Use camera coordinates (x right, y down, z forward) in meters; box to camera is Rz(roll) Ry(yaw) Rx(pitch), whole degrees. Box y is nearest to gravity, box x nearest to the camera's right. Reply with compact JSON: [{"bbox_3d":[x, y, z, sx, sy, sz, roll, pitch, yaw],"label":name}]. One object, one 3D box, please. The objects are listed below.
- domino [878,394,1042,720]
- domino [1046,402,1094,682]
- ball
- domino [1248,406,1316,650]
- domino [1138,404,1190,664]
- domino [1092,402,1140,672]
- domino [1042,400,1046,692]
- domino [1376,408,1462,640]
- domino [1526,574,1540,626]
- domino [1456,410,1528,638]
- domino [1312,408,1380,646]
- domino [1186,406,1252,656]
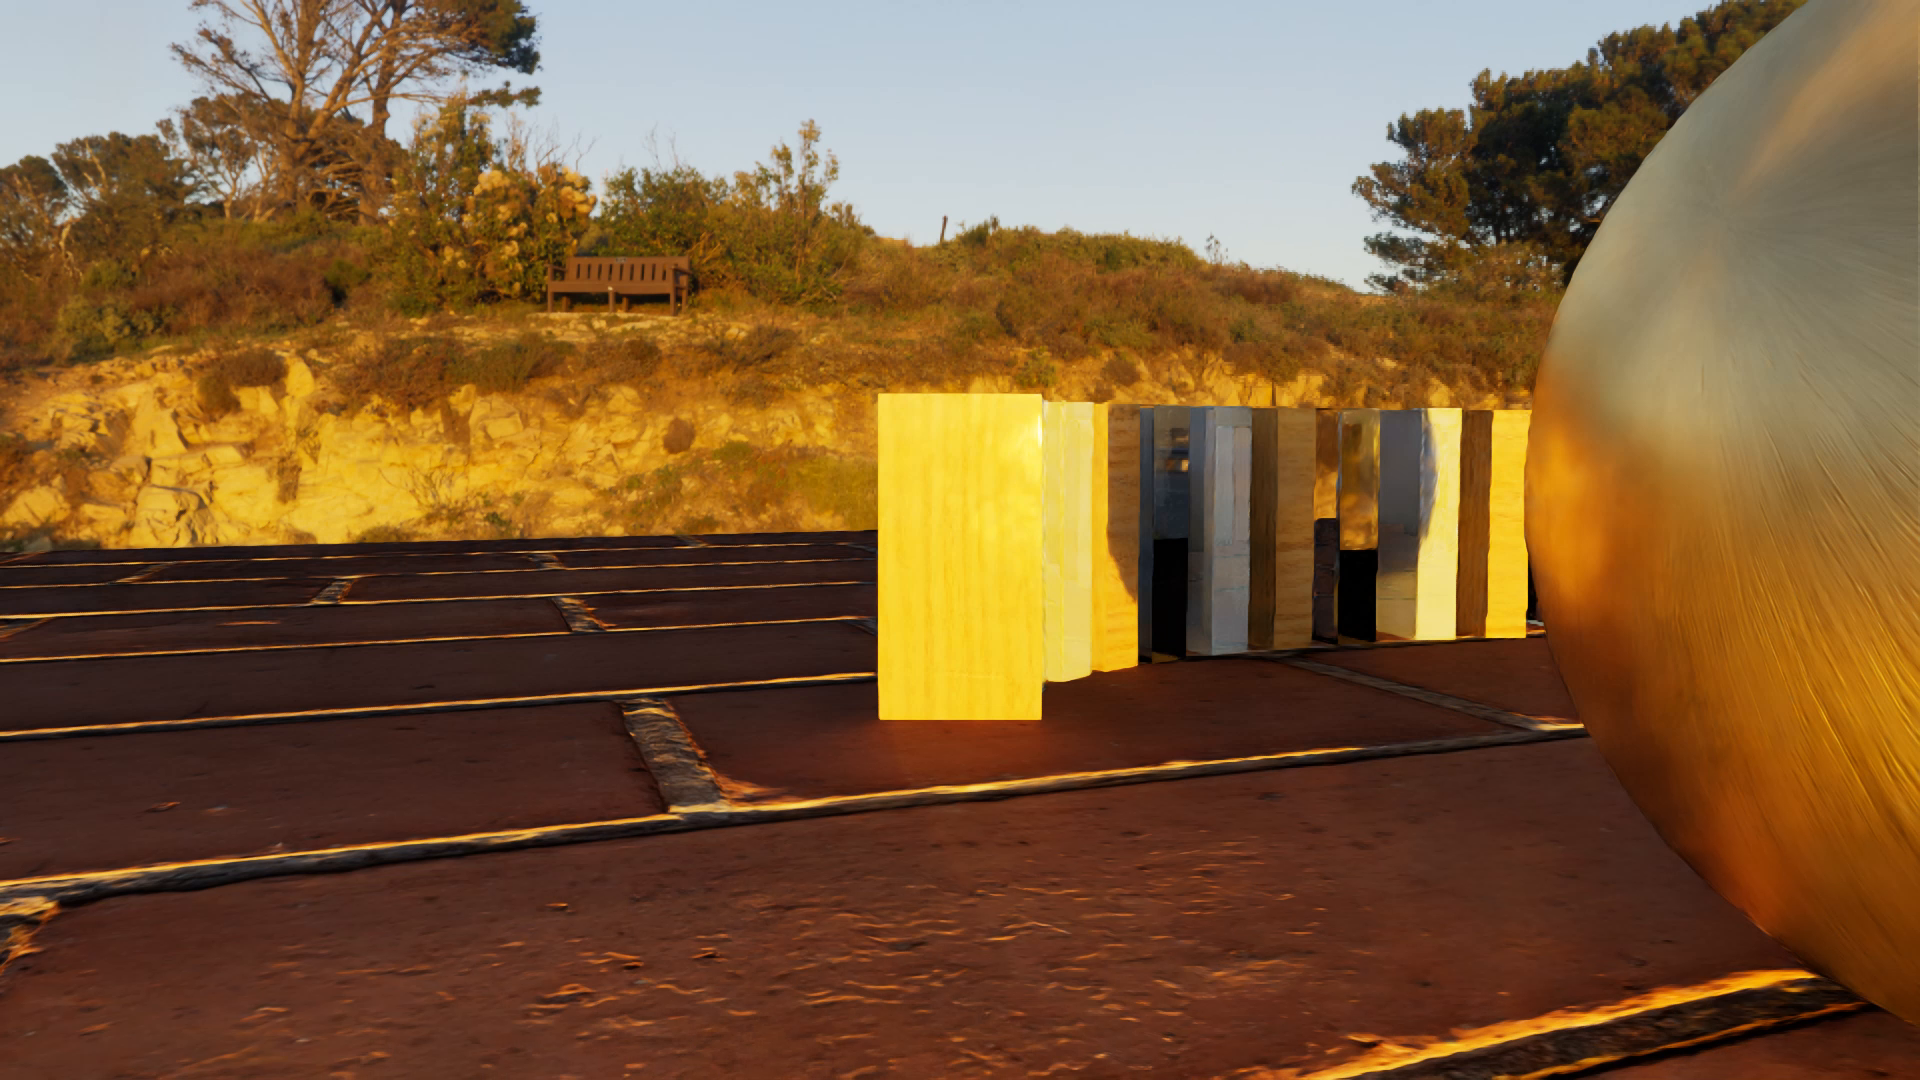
[{"bbox_3d":[0.000,0.002,0.201,0.025,0.050,0.009,0,4,0],"label":"domino"},{"bbox_3d":[0.011,0.000,0.239,0.025,0.050,0.009,3,5,38],"label":"domino"},{"bbox_3d":[0.080,-0.004,0.083,0.080,0.080,0.080,0,4,0],"label":"ball"},{"bbox_3d":[0.064,-0.003,0.277,0.009,0.050,0.025,-2,5,-23],"label":"domino"},{"bbox_3d":[0.034,-0.002,0.260,0.009,0.050,0.025,-3,5,-36],"label":"domino"},{"bbox_3d":[0.022,-0.001,0.250,0.010,0.050,0.025,-4,6,-43],"label":"domino"},{"bbox_3d":[0.002,0.001,0.220,0.025,0.050,0.009,1,4,13],"label":"domino"},{"bbox_3d":[0.100,-0.004,0.289,0.009,0.050,0.025,-1,4,-14],"label":"domino"},{"bbox_3d":[0.141,-0.005,0.295,0.010,0.050,0.025,0,4,-2],"label":"domino"},{"bbox_3d":[0.118,-0.004,0.293,0.010,0.050,0.025,-1,4,-9],"label":"domino"},{"bbox_3d":[0.080,-0.004,0.283,0.009,0.050,0.025,-1,5,-19],"label":"domino"},{"bbox_3d":[0.049,-0.003,0.269,0.010,0.050,0.025,-2,5,-28],"label":"domino"}]
